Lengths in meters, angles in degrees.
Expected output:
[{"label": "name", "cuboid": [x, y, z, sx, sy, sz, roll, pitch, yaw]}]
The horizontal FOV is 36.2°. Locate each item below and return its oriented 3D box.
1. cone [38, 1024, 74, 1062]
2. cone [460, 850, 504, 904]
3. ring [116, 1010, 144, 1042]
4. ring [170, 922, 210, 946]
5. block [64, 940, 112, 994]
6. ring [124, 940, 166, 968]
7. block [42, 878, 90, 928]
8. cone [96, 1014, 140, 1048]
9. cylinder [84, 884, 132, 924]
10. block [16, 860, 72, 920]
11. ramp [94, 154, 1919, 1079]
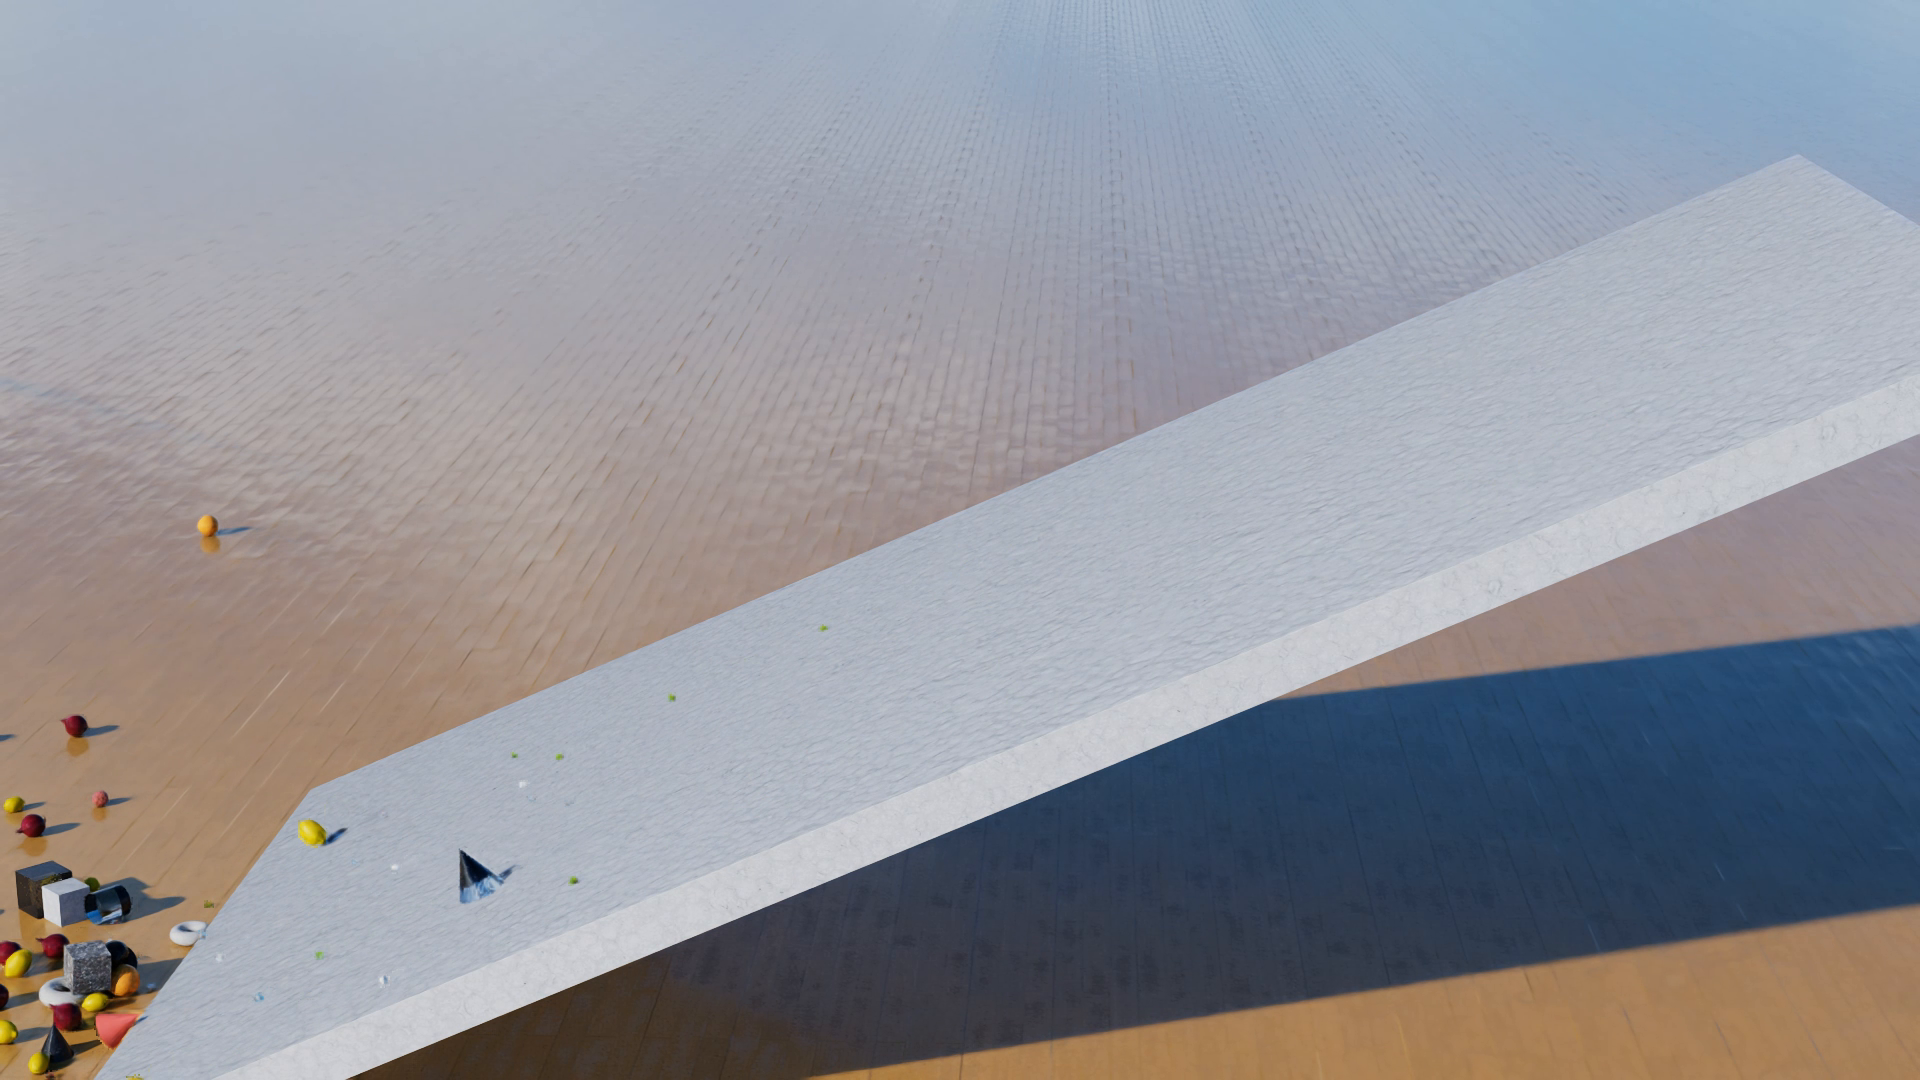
[{"label": "cone", "cuboid": [-1.911, 1.054, 6.211, 0.074, 0.074, 0.074, 0, 15, 0]}, {"label": "cone", "cuboid": [-0.986, 0.667, 5.934, 0.099, 0.099, 0.099, -24, 13, 6]}, {"label": "ring", "cuboid": [-1.782, 1.043, 6.323, 0.114, 0.038, 0.114, 1, 16, 0]}, {"label": "ring", "cuboid": [-1.782, 0.911, 6.817, 0.097, 0.032, 0.097, 0, 16, 0]}, {"label": "block", "cuboid": [-1.921, 0.940, 6.475, 0.082, 0.082, 0.082, -4, 19, -30]}, {"label": "ring", "cuboid": [-1.872, 0.947, 6.709, 0.121, 0.040, 0.121, 6, 9, -1]}, {"label": "block", "cuboid": [-2.106, 0.854, 6.936, 0.080, 0.080, 0.080, 15, 21, 43]}, {"label": "cone", "cuboid": [-1.751, 1.010, 6.153, 0.080, 0.080, 0.080, -27, 15, 5]}, {"label": "cylinder", "cuboid": [-2.007, 0.858, 6.927, 0.077, 0.077, 0.077, 13, 20, 39]}, {"label": "block", "cuboid": [-2.174, 0.831, 6.989, 0.096, 0.096, 0.096, -15, 21, -43]}, {"label": "ramp", "cuboid": [0.133, 0.170, 6.284, 4.000, 0.100, 2.000, -23, 13, 9]}]
